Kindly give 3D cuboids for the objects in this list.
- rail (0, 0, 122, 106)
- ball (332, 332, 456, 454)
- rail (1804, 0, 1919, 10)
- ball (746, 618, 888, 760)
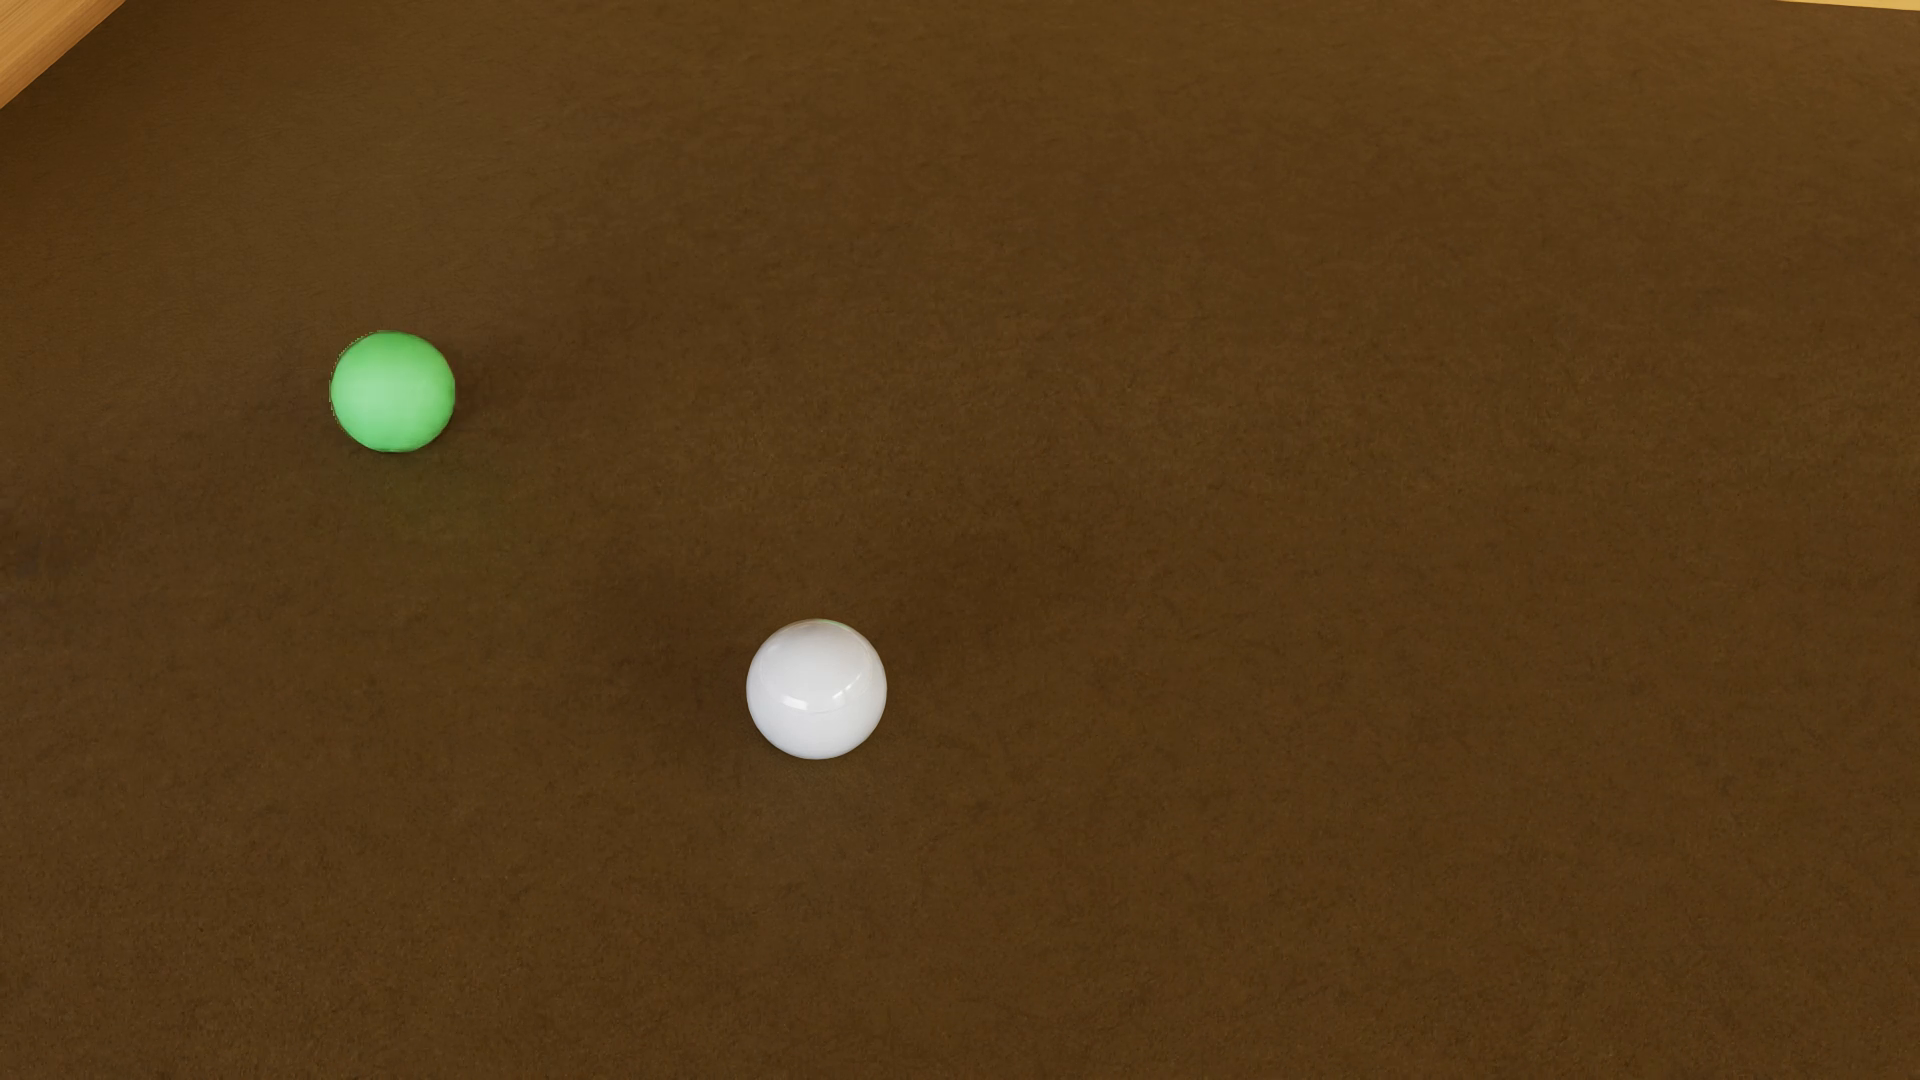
[{"bbox_3d":[-1.005,-0.123,1.921,0.045,0.119,2.375,6,35,9],"label":"rail"},{"bbox_3d":[-0.426,-0.111,1.930,0.092,0.092,0.092,0,35,0],"label":"ball"},{"bbox_3d":[1.248,-0.551,2.538,4.188,0.119,0.045,6,35,9],"label":"rail"},{"bbox_3d":[-0.091,0.095,1.635,0.090,0.090,0.090,0,35,0],"label":"ball"}]
